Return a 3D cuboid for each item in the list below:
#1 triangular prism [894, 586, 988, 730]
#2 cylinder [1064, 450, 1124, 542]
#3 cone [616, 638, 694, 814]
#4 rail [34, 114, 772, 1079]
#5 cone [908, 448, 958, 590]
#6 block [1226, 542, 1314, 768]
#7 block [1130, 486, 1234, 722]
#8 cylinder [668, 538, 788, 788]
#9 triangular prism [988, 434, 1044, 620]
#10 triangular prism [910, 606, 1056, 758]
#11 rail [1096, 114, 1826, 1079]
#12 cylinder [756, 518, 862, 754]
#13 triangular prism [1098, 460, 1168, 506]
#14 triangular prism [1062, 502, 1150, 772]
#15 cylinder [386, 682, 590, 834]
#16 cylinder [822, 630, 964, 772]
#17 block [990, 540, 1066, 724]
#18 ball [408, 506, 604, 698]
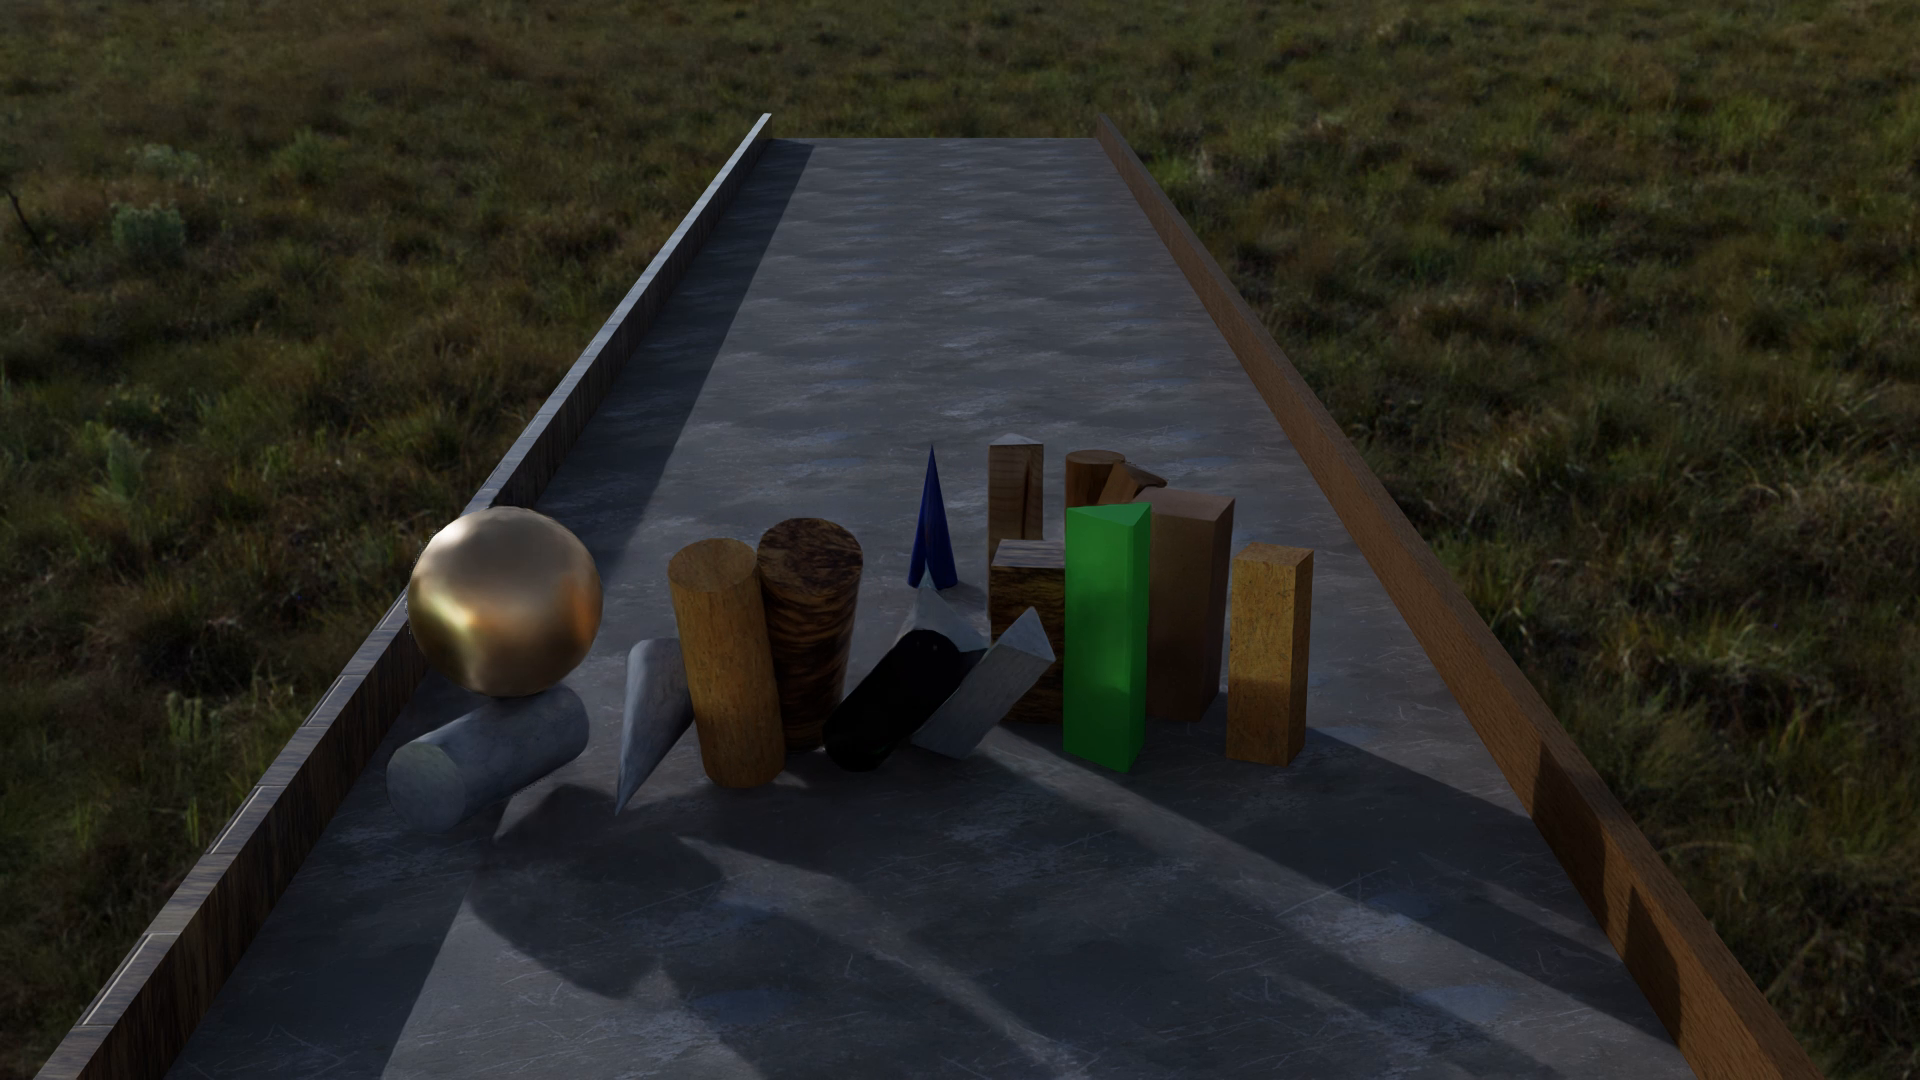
[{"bbox_3d":[-0.083,0.216,3.918,0.153,0.324,0.132,-8,63,-23],"label":"triangular prism"},{"bbox_3d":[0.267,0.031,4.406,0.117,0.408,0.117,0,17,0],"label":"cylinder"},{"bbox_3d":[-0.544,0.349,3.803,0.171,0.171,0.352,3,41,11],"label":"cone"},{"bbox_3d":[-1.118,-0.838,7.780,0.050,0.150,12.000,0,17,-1],"label":"rail"},{"bbox_3d":[-0.061,-0.059,4.866,0.115,0.319,0.115,0,17,0],"label":"cone"},{"bbox_3d":[0.548,0.202,3.896,0.113,0.371,0.113,7,18,24],"label":"block"},{"bbox_3d":[0.399,0.118,4.131,0.170,0.391,0.170,8,18,17],"label":"block"},{"bbox_3d":[-0.390,0.212,3.719,0.147,0.428,0.147,-3,36,2],"label":"cylinder"},{"bbox_3d":[0.111,-0.029,4.653,0.114,0.383,0.099,-2,17,-5],"label":"triangular prism"},{"bbox_3d":[0.040,0.241,3.773,0.104,0.390,0.090,19,54,-14],"label":"triangular prism"},{"bbox_3d":[0.932,-0.844,7.801,0.050,0.150,12.000,0,17,-1],"label":"rail"},{"bbox_3d":[-0.279,0.172,3.840,0.178,0.431,0.178,5,47,-6],"label":"cylinder"},{"bbox_3d":[0.261,0.050,4.293,0.092,0.418,0.107,33,23,27],"label":"triangular prism"},{"bbox_3d":[0.285,0.164,3.886,0.132,0.451,0.153,-15,22,-41],"label":"triangular prism"},{"bbox_3d":[-0.781,0.355,3.667,0.154,0.154,0.361,7,15,22],"label":"cylinder"},{"bbox_3d":[-0.117,0.276,3.728,0.123,0.123,0.358,-9,-21,-27],"label":"cylinder"},{"bbox_3d":[0.152,0.171,4.119,0.172,0.304,0.172,2,17,7],"label":"block"},{"bbox_3d":[-0.763,0.104,3.695,0.323,0.323,0.323,0,17,0],"label":"ball"}]
